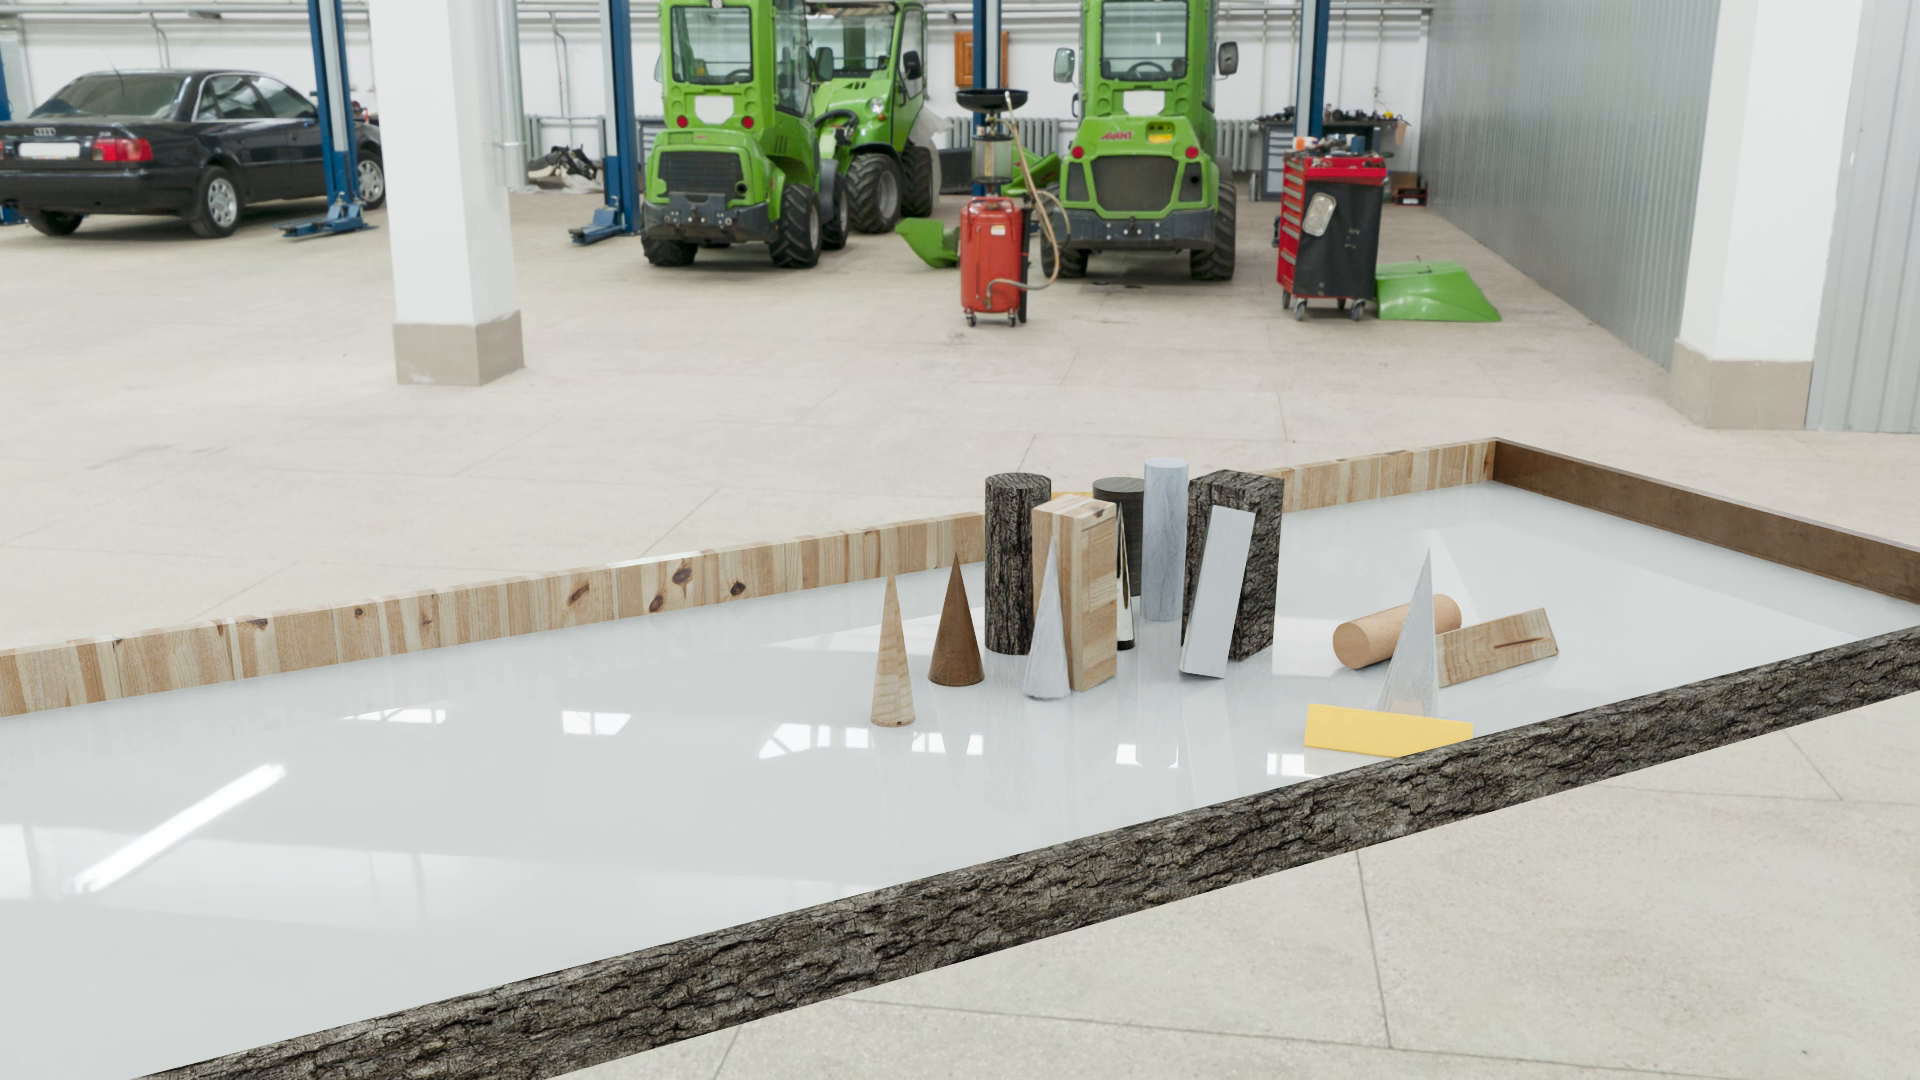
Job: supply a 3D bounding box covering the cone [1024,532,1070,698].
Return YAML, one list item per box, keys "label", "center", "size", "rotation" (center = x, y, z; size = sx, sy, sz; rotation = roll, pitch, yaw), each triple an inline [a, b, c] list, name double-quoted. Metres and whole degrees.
- label: "cone"
  center: [0.219, 0.174, 4.029]
  size: [0.117, 0.405, 0.117]
  rotation: [2, 12, 0]

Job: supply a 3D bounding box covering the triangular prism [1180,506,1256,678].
- label: "triangular prism"
  center: [0.627, 0.126, 4.182]
  size: [0.126, 0.423, 0.109]
  rotation: [10, 1, -25]

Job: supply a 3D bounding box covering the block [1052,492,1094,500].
- label: "block"
  center: [0.298, 0.045, 4.612]
  size: [0.144, 0.333, 0.144]
  rotation: [0, 16, 1]

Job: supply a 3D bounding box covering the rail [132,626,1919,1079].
- label: "rail"
  center: [-2.336, 1.006, 1.665]
  size: [12.000, 0.150, 0.050]
  rotation: [-9, 18, -27]

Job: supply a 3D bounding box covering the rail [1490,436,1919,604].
- label: "rail"
  center: [2.466, -0.048, 5.253]
  size: [0.050, 0.150, 2.100]
  rotation: [-9, 18, -27]

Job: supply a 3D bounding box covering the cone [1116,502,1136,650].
- label: "cone"
  center: [0.418, 0.086, 4.350]
  size: [0.102, 0.402, 0.102]
  rotation: [0, 16, 0]

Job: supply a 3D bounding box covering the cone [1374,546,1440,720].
- label: "cone"
  center: [1.060, 0.220, 3.818]
  size: [0.158, 0.436, 0.158]
  rotation: [3, 15, -1]

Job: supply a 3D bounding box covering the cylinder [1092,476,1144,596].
- label: "cylinder"
  center: [0.474, -0.010, 4.831]
  size: [0.180, 0.315, 0.180]
  rotation: [0, 16, 0]

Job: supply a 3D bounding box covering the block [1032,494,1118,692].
- label: "block"
  center: [0.286, 0.130, 4.099]
  size: [0.148, 0.451, 0.148]
  rotation: [13, 24, 38]

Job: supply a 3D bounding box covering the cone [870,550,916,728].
- label: "cone"
  center: [-0.159, 0.222, 3.853]
  size: [0.109, 0.421, 0.109]
  rotation: [0, 16, 0]

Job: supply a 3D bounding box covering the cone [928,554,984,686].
- label: "cone"
  center: [-0.010, 0.185, 4.132]
  size: [0.147, 0.334, 0.147]
  rotation: [0, 16, 0]

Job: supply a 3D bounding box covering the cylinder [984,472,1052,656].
- label: "cylinder"
  center: [0.151, 0.062, 4.345]
  size: [0.172, 0.451, 0.172]
  rotation: [0, 16, 0]

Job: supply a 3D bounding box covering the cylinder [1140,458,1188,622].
- label: "cylinder"
  center: [0.566, -0.001, 4.576]
  size: [0.119, 0.441, 0.119]
  rotation: [0, 16, 0]

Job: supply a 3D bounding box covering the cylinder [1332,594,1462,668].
- label: "cylinder"
  center: [1.151, 0.238, 4.331]
  size: [0.380, 0.121, 0.121]
  rotation: [-12, 20, -36]

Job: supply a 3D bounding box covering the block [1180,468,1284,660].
- label: "block"
  center: [0.715, 0.062, 4.333]
  size: [0.179, 0.453, 0.179]
  rotation: [12, 19, 36]

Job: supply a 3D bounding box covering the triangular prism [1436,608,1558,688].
- label: "triangular prism"
  center: [1.345, 0.265, 4.245]
  size: [0.457, 0.111, 0.128]
  rotation: [-10, 19, -31]

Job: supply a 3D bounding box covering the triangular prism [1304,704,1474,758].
- label: "triangular prism"
  center: [0.969, 0.431, 3.729]
  size: [0.361, 0.085, 0.098]
  rotation: [6, 17, 18]

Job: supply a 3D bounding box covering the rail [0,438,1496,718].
- label: "rail"
  center: [-3.305, 0.497, 3.399]
  size: [12.000, 0.150, 0.050]
  rotation: [-9, 18, -27]
